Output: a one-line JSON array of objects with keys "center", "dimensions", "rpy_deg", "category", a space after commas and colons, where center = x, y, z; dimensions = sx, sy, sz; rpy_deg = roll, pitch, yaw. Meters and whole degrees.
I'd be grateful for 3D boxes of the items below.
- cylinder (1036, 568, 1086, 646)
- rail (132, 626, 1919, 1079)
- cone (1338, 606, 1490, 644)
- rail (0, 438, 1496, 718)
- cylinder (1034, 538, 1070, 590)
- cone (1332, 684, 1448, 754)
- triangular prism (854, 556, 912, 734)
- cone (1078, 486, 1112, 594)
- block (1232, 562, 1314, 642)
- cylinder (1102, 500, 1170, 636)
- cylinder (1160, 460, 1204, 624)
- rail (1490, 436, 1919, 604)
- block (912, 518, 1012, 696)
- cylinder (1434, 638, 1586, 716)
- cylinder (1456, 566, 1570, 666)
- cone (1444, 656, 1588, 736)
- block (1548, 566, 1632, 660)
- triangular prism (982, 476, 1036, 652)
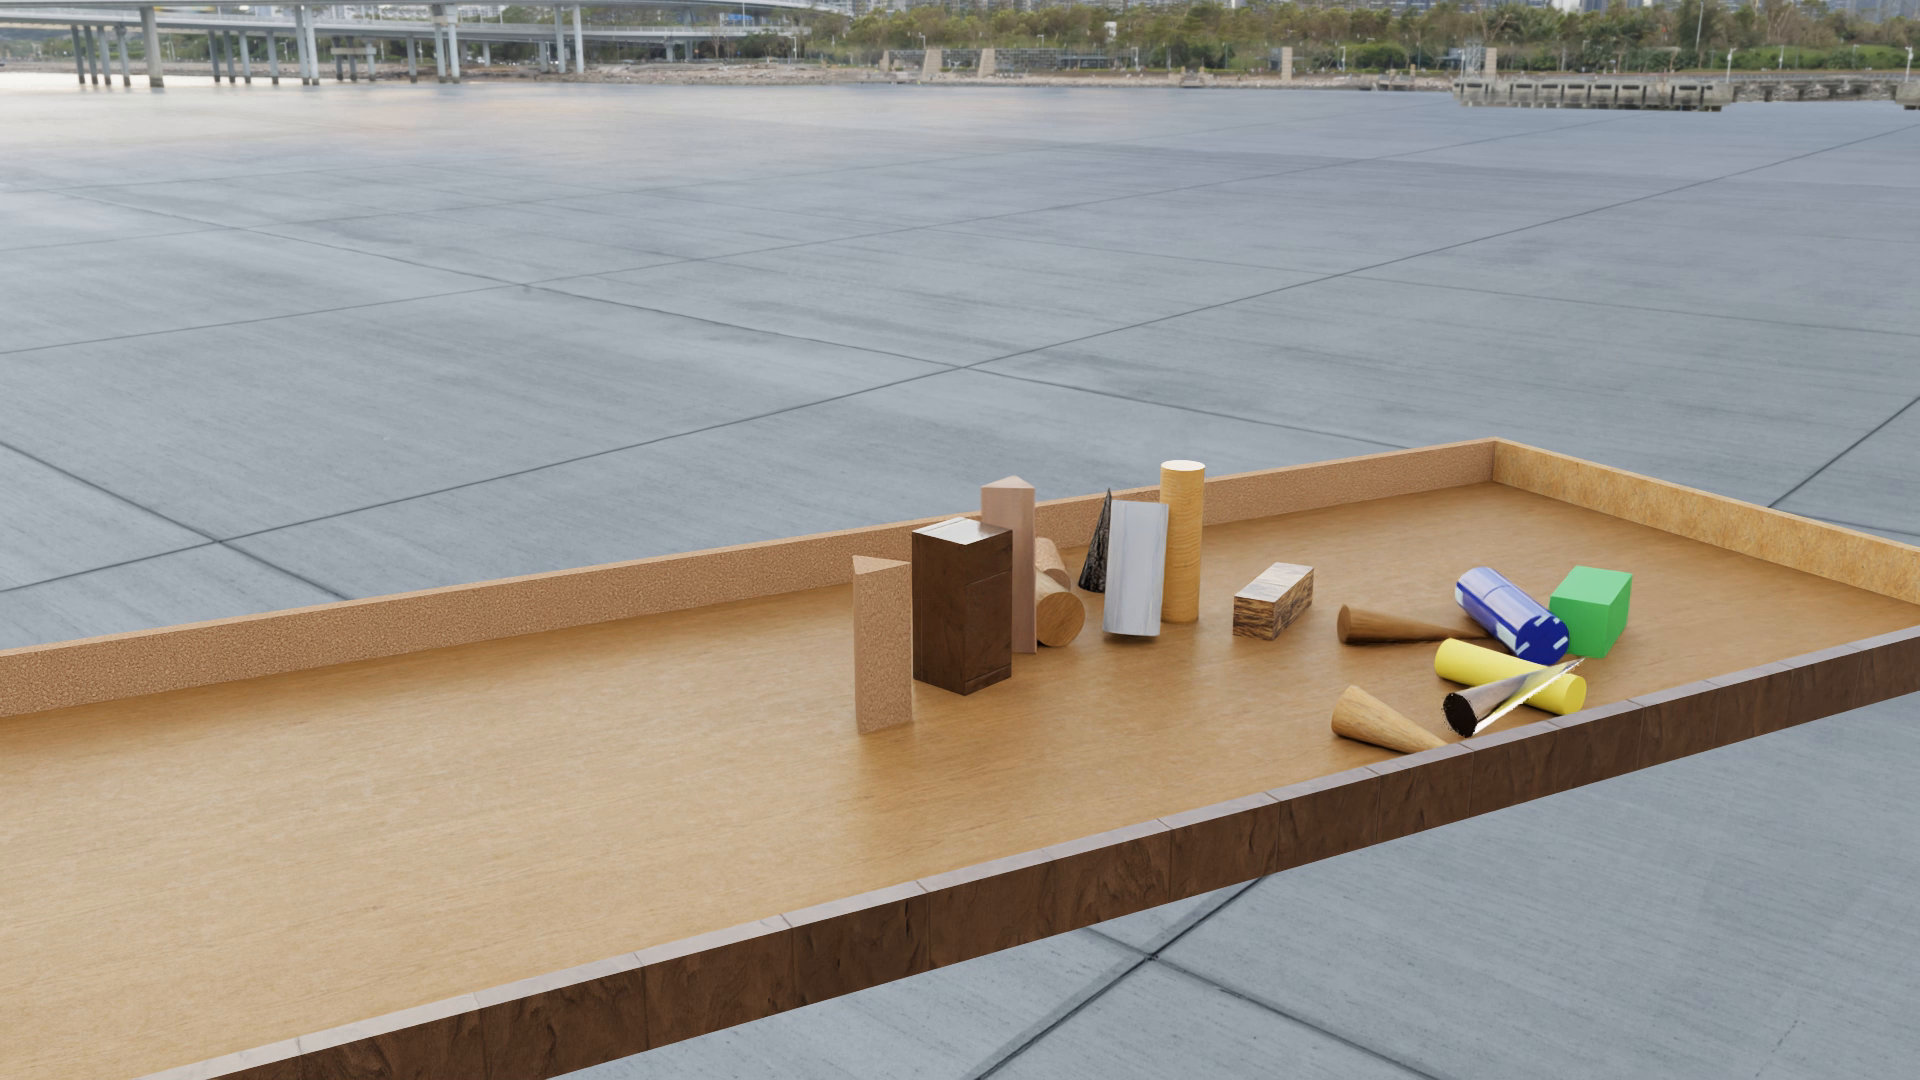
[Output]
[{"center": [0.198, 0.160, 4.539], "dimensions": [0.153, 0.153, 0.376], "rpy_deg": [-6, 17, -19], "category": "cylinder"}, {"center": [-2.336, 1.006, 1.665], "dimensions": [12.000, 0.150, 0.050], "rpy_deg": [-9, 18, -27], "category": "rail"}, {"center": [1.235, 0.245, 4.429], "dimensions": [0.424, 0.102, 0.102], "rpy_deg": [5, 16, -6], "category": "cone"}, {"center": [-3.305, 0.497, 3.399], "dimensions": [12.000, 0.150, 0.050], "rpy_deg": [-9, 18, -27], "category": "rail"}, {"center": [0.256, 0.087, 4.873], "dimensions": [0.105, 0.105, 0.317], "rpy_deg": [-1, 16, -4], "category": "cylinder"}, {"center": [1.036, 0.456, 3.697], "dimensions": [0.392, 0.122, 0.122], "rpy_deg": [24, 28, 35], "category": "cone"}, {"center": [-0.211, 0.236, 3.863], "dimensions": [0.147, 0.387, 0.127], "rpy_deg": [-12, 20, -35], "category": "triangular prism"}, {"center": [0.436, -0.013, 4.861], "dimensions": [0.170, 0.303, 0.170], "rpy_deg": [0, 16, 0], "category": "cone"}, {"center": [0.874, 0.168, 4.586], "dimensions": [0.112, 0.112, 0.355], "rpy_deg": [9, 19, 27], "category": "block"}, {"center": [0.472, 0.073, 4.432], "dimensions": [0.154, 0.352, 0.154], "rpy_deg": [4, 2, 0], "category": "cylinder"}, {"center": [0.607, 0.007, 4.553], "dimensions": [0.119, 0.438, 0.119], "rpy_deg": [0, 16, 0], "category": "cylinder"}, {"center": [2.466, -0.048, 5.253], "dimensions": [0.050, 0.150, 2.100], "rpy_deg": [-9, 18, -27], "category": "rail"}, {"center": [0.006, 0.162, 4.114], "dimensions": [0.176, 0.388, 0.176], "rpy_deg": [14, 22, 40], "category": "block"}, {"center": [1.342, 0.335, 4.035], "dimensions": [0.102, 0.102, 0.352], "rpy_deg": [-14, 21, -39], "category": "cylinder"}, {"center": [1.472, 0.201, 4.417], "dimensions": [0.143, 0.143, 0.418], "rpy_deg": [-1, 16, -4], "category": "cylinder"}, {"center": [1.326, 0.341, 3.870], "dimensions": [0.400, 0.107, 0.107], "rpy_deg": [-19, 23, -22], "category": "cone"}, {"center": [1.695, 0.191, 4.443], "dimensions": [0.148, 0.148, 0.319], "rpy_deg": [10, 19, 30], "category": "block"}, {"center": [0.138, 0.063, 4.337], "dimensions": [0.137, 0.449, 0.119], "rpy_deg": [2, 17, 10], "category": "triangular prism"}]
